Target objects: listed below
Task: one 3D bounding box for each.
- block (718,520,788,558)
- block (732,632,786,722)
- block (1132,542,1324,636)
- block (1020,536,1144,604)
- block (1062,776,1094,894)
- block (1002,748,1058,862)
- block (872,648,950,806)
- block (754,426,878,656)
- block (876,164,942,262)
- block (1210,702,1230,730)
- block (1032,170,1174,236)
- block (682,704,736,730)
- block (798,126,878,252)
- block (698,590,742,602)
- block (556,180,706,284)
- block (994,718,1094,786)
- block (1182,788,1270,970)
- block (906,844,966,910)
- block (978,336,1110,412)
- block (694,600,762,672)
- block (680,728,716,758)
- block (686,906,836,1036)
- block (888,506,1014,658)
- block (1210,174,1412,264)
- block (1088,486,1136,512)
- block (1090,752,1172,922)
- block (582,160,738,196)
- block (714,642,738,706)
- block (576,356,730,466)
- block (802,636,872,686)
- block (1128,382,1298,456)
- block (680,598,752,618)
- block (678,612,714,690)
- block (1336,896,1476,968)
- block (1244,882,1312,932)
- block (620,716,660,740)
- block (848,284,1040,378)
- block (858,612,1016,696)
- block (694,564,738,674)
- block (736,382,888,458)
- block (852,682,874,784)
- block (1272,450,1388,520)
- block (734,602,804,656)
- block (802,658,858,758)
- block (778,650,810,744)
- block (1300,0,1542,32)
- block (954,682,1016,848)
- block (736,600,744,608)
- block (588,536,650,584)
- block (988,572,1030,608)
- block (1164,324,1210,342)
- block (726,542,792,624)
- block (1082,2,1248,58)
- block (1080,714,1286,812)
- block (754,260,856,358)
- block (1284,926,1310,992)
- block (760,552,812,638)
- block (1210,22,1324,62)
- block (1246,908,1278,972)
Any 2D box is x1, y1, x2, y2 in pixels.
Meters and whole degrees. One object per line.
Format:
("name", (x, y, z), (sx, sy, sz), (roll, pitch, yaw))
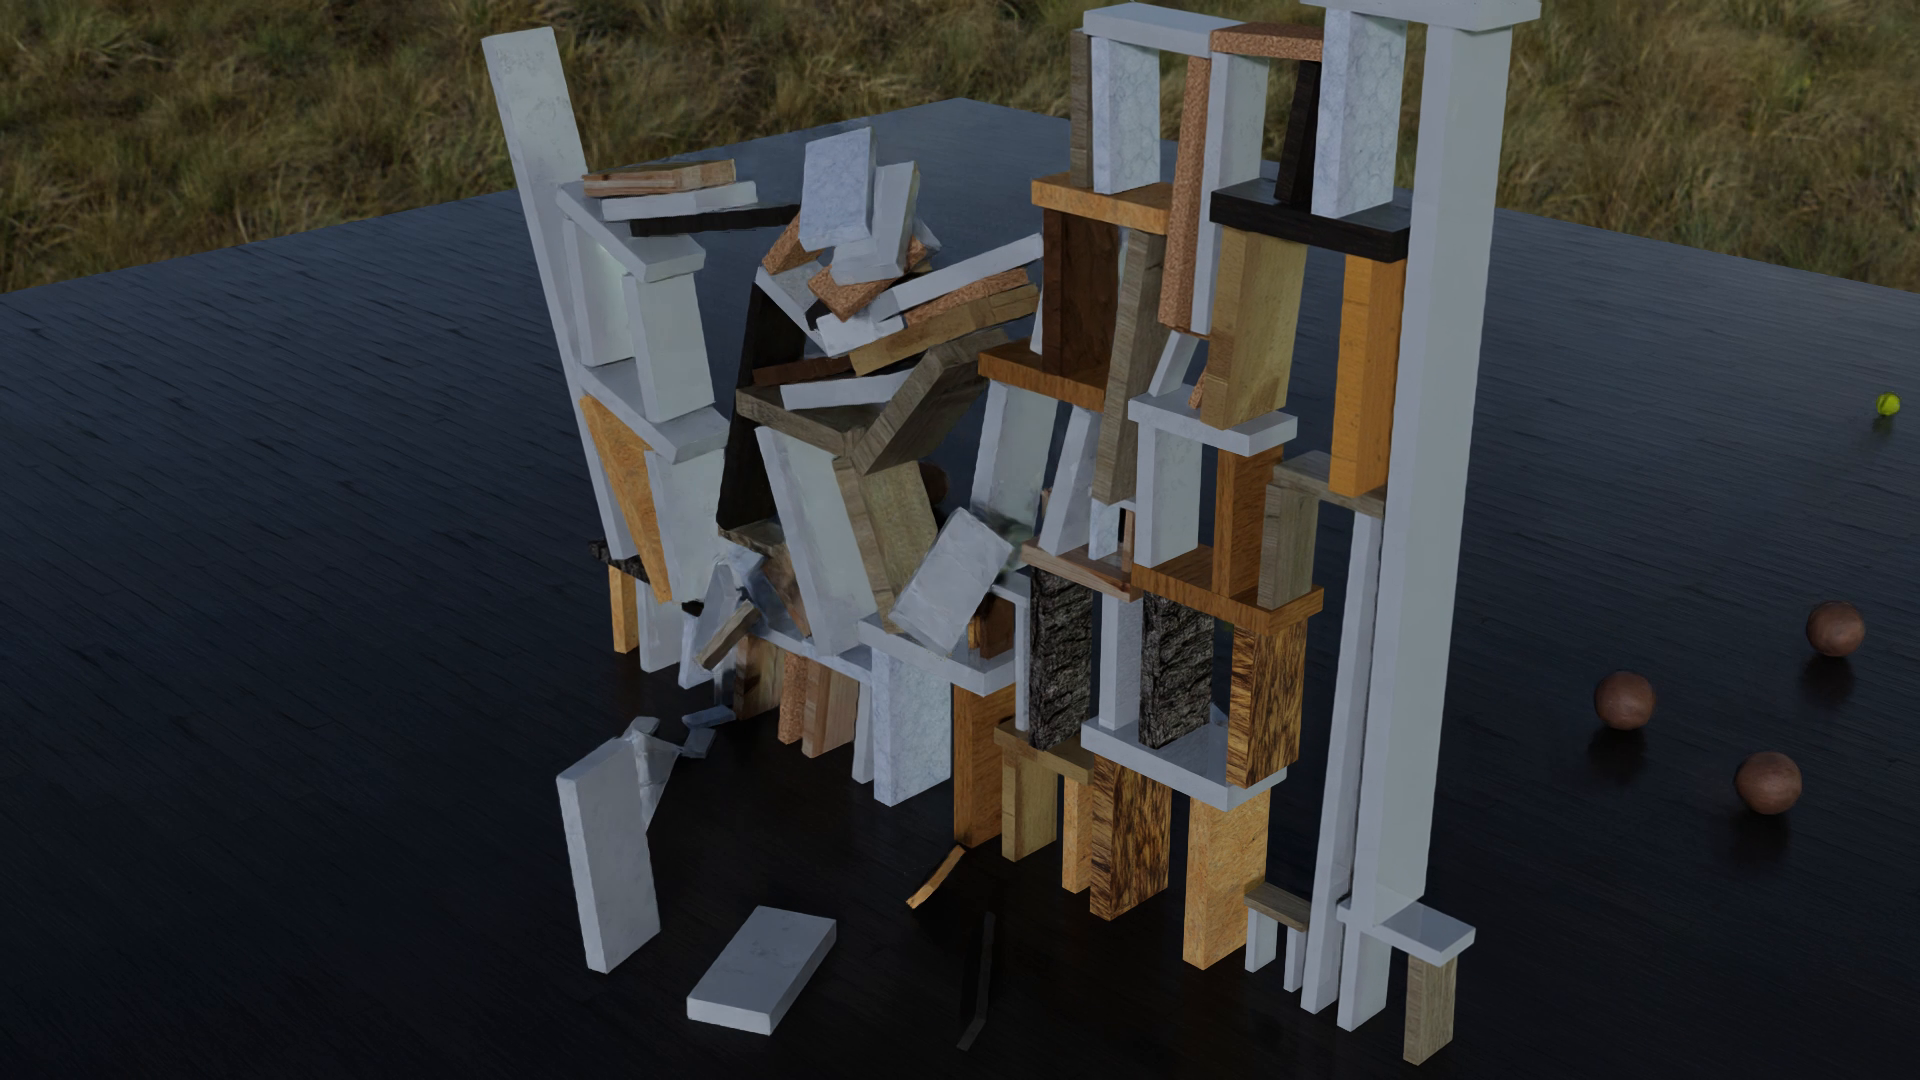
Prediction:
("block", (-0.424, -0.009, 4.687), (0.092, 0.026, 0.184), (-19, 28, -39))
("block", (-0.437, 0.277, 4.814), (0.114, 0.228, 0.032), (-21, 40, -41))
("block", (0.456, 0.079, 3.769), (0.299, 0.042, 0.149), (21, 31, 41))
("block", (0.250, 0.039, 3.966), (0.261, 0.037, 0.130), (21, 31, 41))
("block", (0.250, 0.540, 4.180), (0.121, 0.241, 0.034), (-21, 31, -41))
("block", (0.136, 0.495, 4.285), (0.034, 0.241, 0.121), (21, 31, 41))
("block", (-0.097, 0.354, 4.484), (0.049, 0.347, 0.173), (21, 31, 40))
("block", (-0.272, -0.020, 4.508), (0.180, 0.485, 0.051), (-21, 10, -40))
("block", (-0.155, -0.611, 4.096), (0.123, 0.035, 0.247), (-18, 60, -36))
("block", (0.462, 0.400, 4.779), (0.223, 0.032, 0.112), (-9, 25, -21))
("block", (0.276, -0.569, 3.677), (0.146, 0.041, 0.292), (-21, 31, -41))
("block", (-0.551, 0.390, 4.822), (0.105, 0.015, 0.053), (-14, 27, -30))
("block", (-0.221, -0.640, 4.005), (0.126, 0.036, 0.253), (-11, 51, 15))
("block", (-0.529, 0.124, 4.833), (0.098, 0.014, 0.049), (-3, 10, 46))
("block", (-0.704, -0.668, 4.693), (0.160, 0.045, 0.320), (-21, 52, -41))
("block", (0.193, 0.391, 4.179), (0.121, 0.034, 0.241), (-21, 31, -41))
("block", (0.479, 0.586, 3.947), (0.048, 0.338, 0.169), (21, 31, 41))
("block", (-0.045, 0.635, 4.151), (0.020, 0.072, 0.143), (45, 34, 0))
("block", (0.192, -0.296, 3.889), (0.299, 0.042, 0.149), (21, 31, 41))
("block", (-0.446, 0.185, 4.237), (0.021, 0.150, 0.075), (40, -6, 14))
("block", (-0.560, 0.435, 4.716), (0.053, 0.015, 0.105), (3, 23, 6))
("block", (-0.349, 0.761, 3.911), (0.155, 0.044, 0.310), (7, 24, 17))
("block", (-0.016, 0.071, 3.802), (0.242, 0.121, 0.034), (-58, 12, -29))
("block", (0.572, -0.500, 3.402), (0.336, 0.048, 0.168), (21, 31, 39))
("block", (0.288, -0.078, 3.871), (0.118, 0.017, 0.059), (21, 31, 40))
("block", (0.320, 0.524, 4.093), (0.048, 0.338, 0.169), (21, 31, 41))
("block", (-0.632, -0.759, 4.612), (0.159, 0.045, 0.319), (-19, 18, -41))
("block", (-0.499, 0.267, 4.879), (0.028, 0.195, 0.098), (23, 32, 39))
("block", (-0.669, -0.300, 4.824), (0.338, 0.048, 0.169), (39, 41, 25))
("block", (-0.204, 0.240, 4.541), (0.237, 0.034, 0.118), (21, 31, 40))
("block", (0.420, -0.204, 3.676), (0.257, 0.036, 0.129), (21, 31, 41))
("block", (-0.515, 0.155, 4.858), (0.195, 0.028, 0.098), (20, 30, 39))
("block", (-0.580, 0.236, 4.952), (0.098, 0.195, 0.028), (-22, 44, -41))
("block", (0.746, 0.642, 3.682), (0.205, 0.029, 0.103), (21, 31, 41))
("block", (0.571, 0.647, 3.880), (0.130, 0.018, 0.065), (21, 31, 41))
("block", (-0.693, 0.414, 4.766), (0.053, 0.015, 0.105), (5, 23, 11))
("block", (-0.029, -0.384, 4.051), (0.176, 0.050, 0.353), (-21, 3, -41))
("block", (-0.018, 0.204, 4.331), (0.346, 0.049, 0.173), (21, 31, 40))
("block", (-0.480, 0.155, 4.327), (0.028, 0.199, 0.099), (3, 38, -22))
("block", (-0.269, -0.253, 4.384), (0.180, 0.051, 0.360), (-18, 28, -36))
("block", (-0.161, 0.381, 4.556), (0.118, 0.237, 0.034), (-21, 39, -40))
("block", (0.620, -0.090, 3.519), (0.108, 0.031, 0.216), (-20, 30, -40))
("block", (-0.370, 0.183, 4.700), (0.228, 0.032, 0.114), (21, 31, 40))
("block", (-0.272, 0.338, 4.658), (0.118, 0.237, 0.034), (-21, 39, -40))
("block", (-0.329, 0.319, 4.714), (0.114, 0.228, 0.032), (-21, 40, -41))
("block", (0.663, -0.785, 3.170), (0.154, 0.044, 0.308), (-20, 31, -39))
("block", (0.066, 0.417, 4.334), (0.049, 0.346, 0.173), (21, 31, 40))
("block", (-0.488, 0.151, 4.814), (0.049, 0.014, 0.098), (-20, 30, -40))
("block", (-0.737, 0.036, 5.042), (0.116, 0.033, 0.231), (-21, 31, -40))
("block", (0.099, 0.087, 4.147), (0.072, 0.020, 0.144), (-21, 30, -40))
("block", (0.409, -0.351, 3.631), (0.065, 0.018, 0.130), (-21, 32, -40))
("block", (-0.416, 0.083, 4.712), (0.092, 0.026, 0.194), (-18, 67, -35))
("block", (0.334, -0.815, 3.509), (0.254, 0.036, 0.127), (22, 32, 39))
("block", (0.399, 0.378, 3.945), (0.338, 0.048, 0.169), (21, 31, 41))
("block", (-0.273, -0.460, 4.323), (0.130, 0.037, 0.260), (-19, 53, -39))
("block", (0.602, 0.727, 3.880), (0.018, 0.130, 0.065), (21, 31, 41))
("block", (-0.334, 0.111, 4.633), (0.092, 0.026, 0.184), (-23, 74, -38))
("block", (0.503, -0.760, 3.351), (0.220, 0.031, 0.110), (17, 28, 41))
("block", (0.541, 0.704, 3.937), (0.018, 0.130, 0.065), (21, 31, 41))
